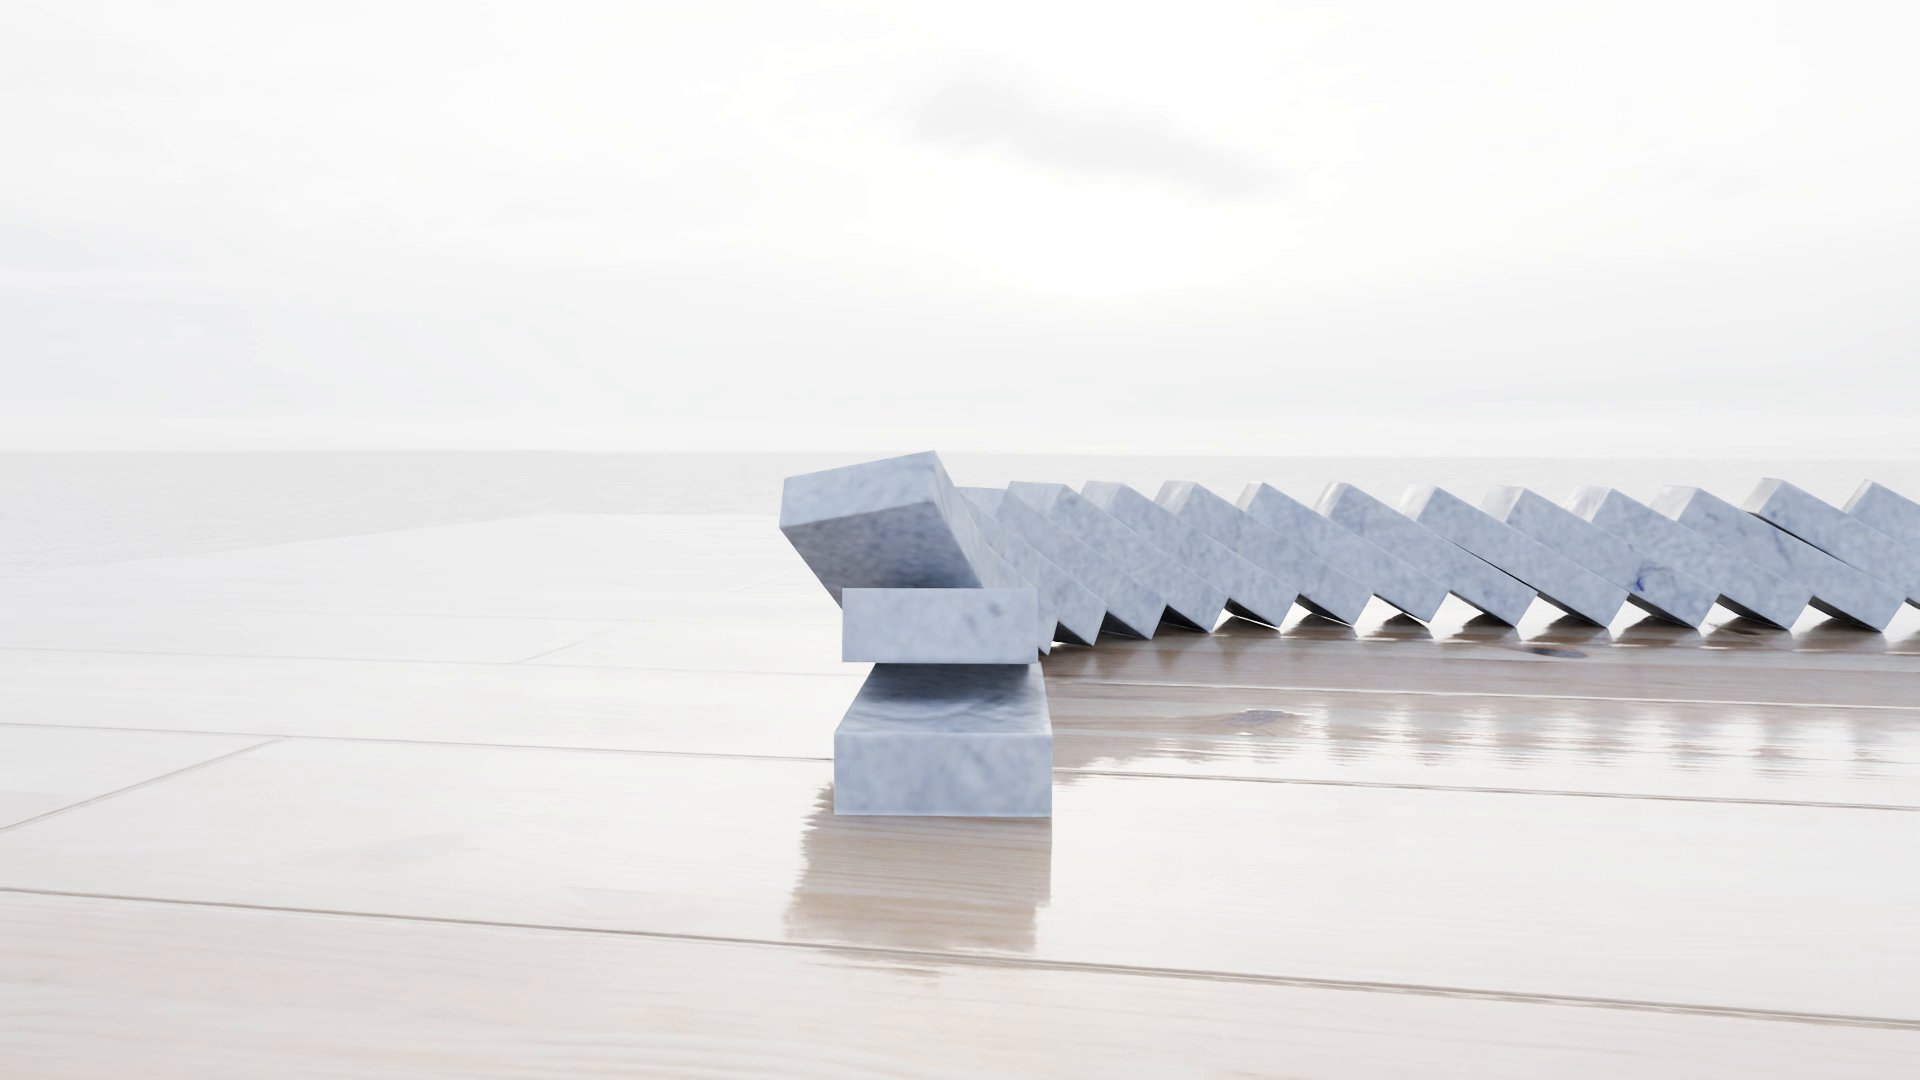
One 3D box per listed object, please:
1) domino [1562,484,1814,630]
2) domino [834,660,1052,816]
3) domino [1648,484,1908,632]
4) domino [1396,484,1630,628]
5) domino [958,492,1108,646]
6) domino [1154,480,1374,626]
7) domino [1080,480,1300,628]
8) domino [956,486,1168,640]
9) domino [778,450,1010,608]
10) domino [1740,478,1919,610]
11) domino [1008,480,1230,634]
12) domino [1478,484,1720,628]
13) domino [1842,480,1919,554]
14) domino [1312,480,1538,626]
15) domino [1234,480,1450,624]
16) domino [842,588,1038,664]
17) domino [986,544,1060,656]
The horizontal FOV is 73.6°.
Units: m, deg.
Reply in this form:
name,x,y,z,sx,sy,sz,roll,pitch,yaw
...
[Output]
name,x,y,z,sx,sy,sz,roll,pitch,yaw
domino,0.172,0.003,0.307,0.050,0.010,0.025,29,8,5
domino,-0.001,0.025,0.172,0.025,0.009,0.050,0,4,2
domino,0.192,0.003,0.305,0.050,0.010,0.025,30,10,8
domino,0.132,0.003,0.310,0.050,0.010,0.025,30,7,3
domino,0.005,0.006,0.260,0.025,0.009,0.050,1,-27,48
domino,0.071,0.003,0.307,0.050,0.010,0.025,30,0,-8
domino,0.052,0.003,0.302,0.050,0.010,0.025,31,-3,-13
domino,0.019,0.005,0.277,0.050,0.009,0.025,33,-14,-31
domino,-0.008,0.006,0.216,0.025,0.010,0.050,-9,-35,15
domino,0.213,0.003,0.303,0.050,0.009,0.025,35,16,17
domino,0.034,0.004,0.291,0.050,0.009,0.025,32,-9,-23
domino,0.152,0.003,0.308,0.050,0.009,0.025,29,7,3
domino,0.233,0.003,0.297,0.050,0.010,0.025,37,21,24
domino,0.111,0.003,0.311,0.050,0.009,0.025,31,7,3
domino,0.092,0.002,0.313,0.050,0.009,0.025,30,5,3
domino,-0.002,0.013,0.189,0.025,0.009,0.050,0,-5,1
domino,-0.005,0.006,0.240,0.025,0.010,0.050,-1,-29,37
